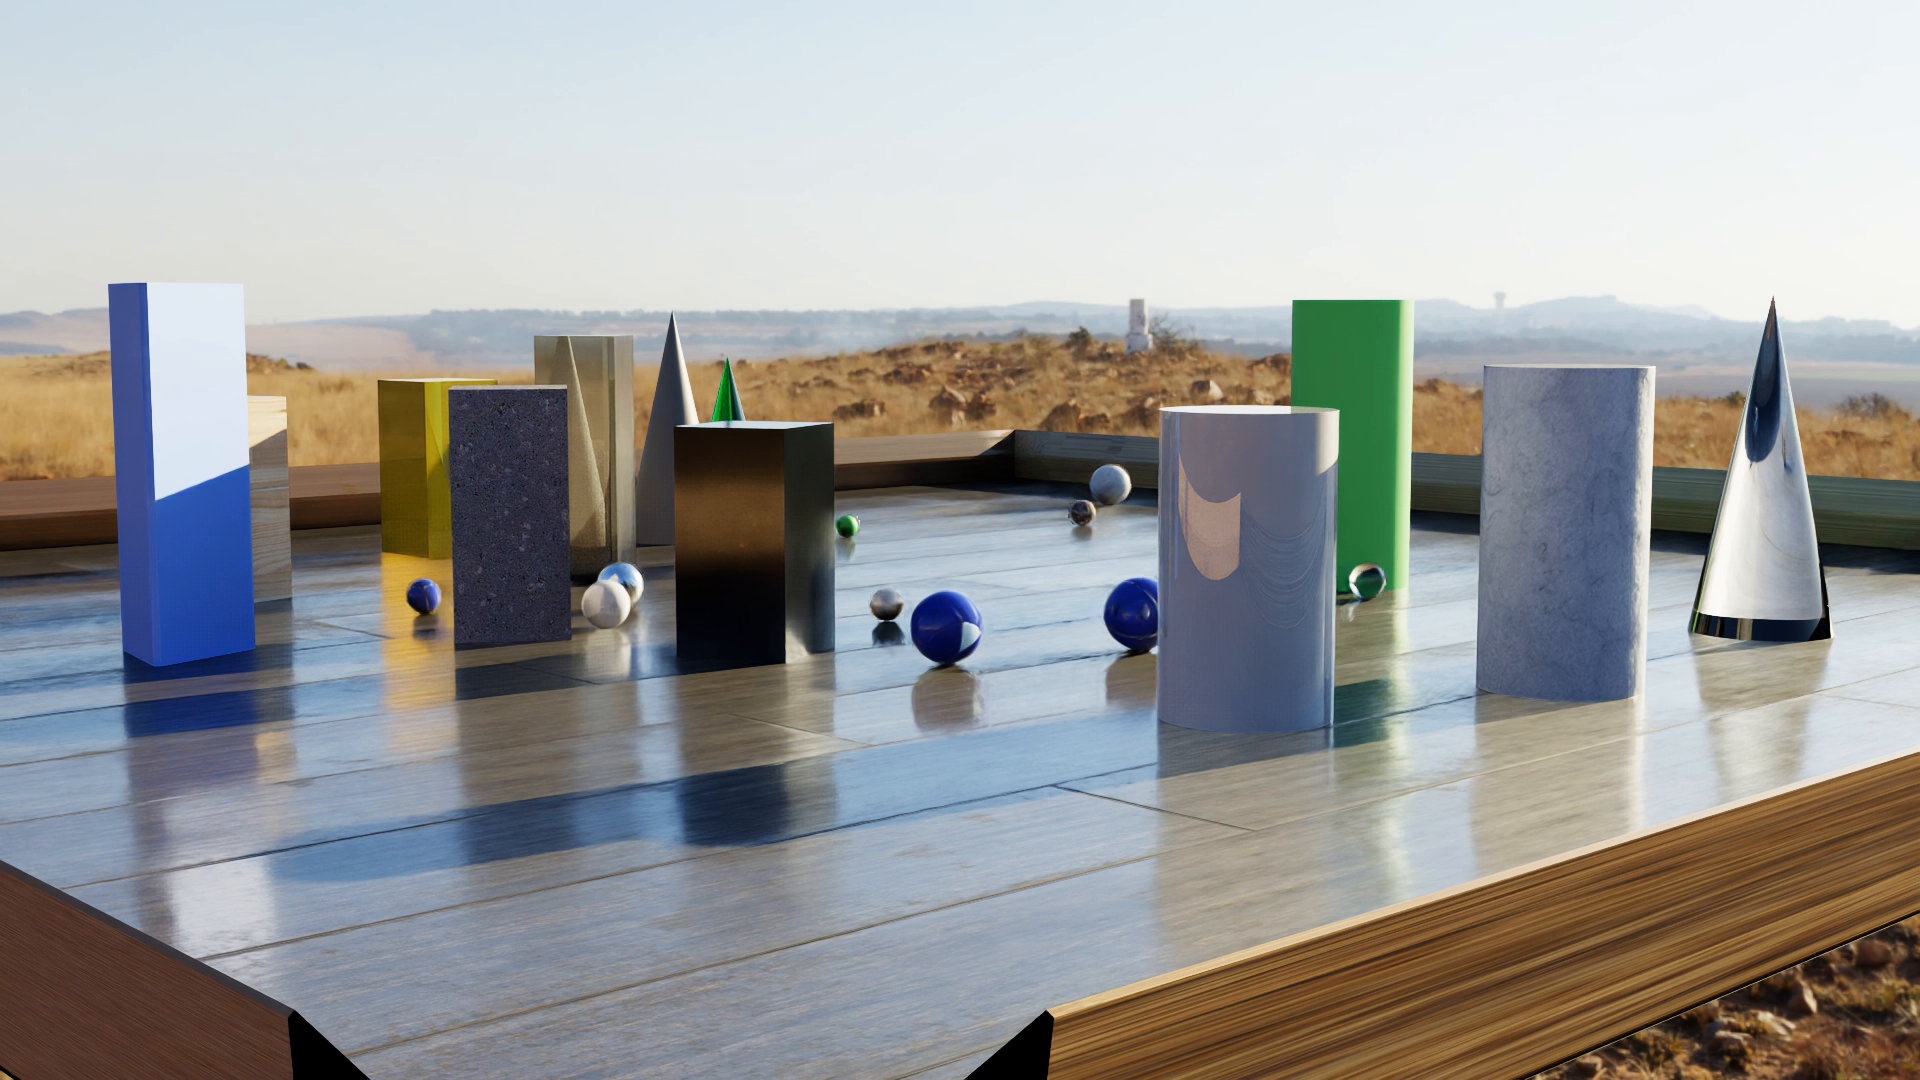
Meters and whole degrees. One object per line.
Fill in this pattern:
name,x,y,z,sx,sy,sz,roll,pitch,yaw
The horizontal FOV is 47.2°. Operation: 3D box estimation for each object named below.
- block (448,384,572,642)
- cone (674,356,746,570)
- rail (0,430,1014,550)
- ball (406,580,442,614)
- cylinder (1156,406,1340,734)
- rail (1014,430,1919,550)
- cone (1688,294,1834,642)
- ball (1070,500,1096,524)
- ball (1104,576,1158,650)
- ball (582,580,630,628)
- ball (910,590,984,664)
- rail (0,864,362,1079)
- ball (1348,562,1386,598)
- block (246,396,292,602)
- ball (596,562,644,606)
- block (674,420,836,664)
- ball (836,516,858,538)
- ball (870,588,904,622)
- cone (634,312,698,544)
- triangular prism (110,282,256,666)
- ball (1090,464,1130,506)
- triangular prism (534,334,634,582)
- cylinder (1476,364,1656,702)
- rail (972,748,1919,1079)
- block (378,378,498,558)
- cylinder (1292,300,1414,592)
block,-0.614,-0.040,3.013,0.154,0.338,0.154,-1,6,-10
cone,-0.398,-0.135,3.781,0.193,0.367,0.193,0,6,0
rail,-1.169,-0.100,4.592,3.621,0.125,0.045,-6,8,-42
ball,-0.785,0.083,3.224,0.050,0.050,0.050,0,6,0
cylinder,0.312,0.026,2.394,0.193,0.336,0.193,0,6,0
rail,1.313,-0.094,4.537,0.045,0.125,3.495,-6,8,-42
cone,1.110,-0.105,3.024,0.193,0.466,0.193,0,6,0
ball,0.254,-0.057,4.547,0.052,0.052,0.052,0,6,0
ball,0.236,0.096,2.875,0.097,0.097,0.097,0,6,0
ball,-0.495,0.090,3.074,0.067,0.067,0.067,0,6,0
ball,-0.017,0.110,2.766,0.093,0.093,0.093,0,6,0
rail,-1.313,0.159,2.127,0.045,0.125,3.495,-6,8,-42
ball,0.628,0.063,3.389,0.056,0.056,0.056,0,6,0
block,-1.140,-0.063,3.363,0.154,0.310,0.154,3,7,29
ball,-0.506,0.068,3.274,0.070,0.070,0.070,0,6,0
block,-0.265,-0.002,2.856,0.154,0.296,0.154,2,6,20
ball,-0.221,-0.027,4.302,0.043,0.043,0.043,0,6,0
ball,-0.104,0.092,3.147,0.048,0.048,0.048,0,6,0
cone,-0.552,-0.223,4.242,0.193,0.445,0.193,0,6,0
triangular prism,-0.988,-0.090,2.831,0.145,0.477,0.167,-4,7,-33
ball,0.342,-0.125,5.001,0.092,0.092,0.092,0,6,0
triangular prism,-0.592,-0.139,3.655,0.167,0.401,0.145,4,7,32
cylinder,0.709,-0.015,2.579,0.193,0.379,0.193,0,6,0
rail,1.169,0.165,2.072,3.621,0.125,0.045,-6,8,-42
block,-0.953,-0.135,4.029,0.154,0.316,0.154,6,8,43
cylinder,0.631,-0.157,3.552,0.193,0.459,0.193,0,6,0
